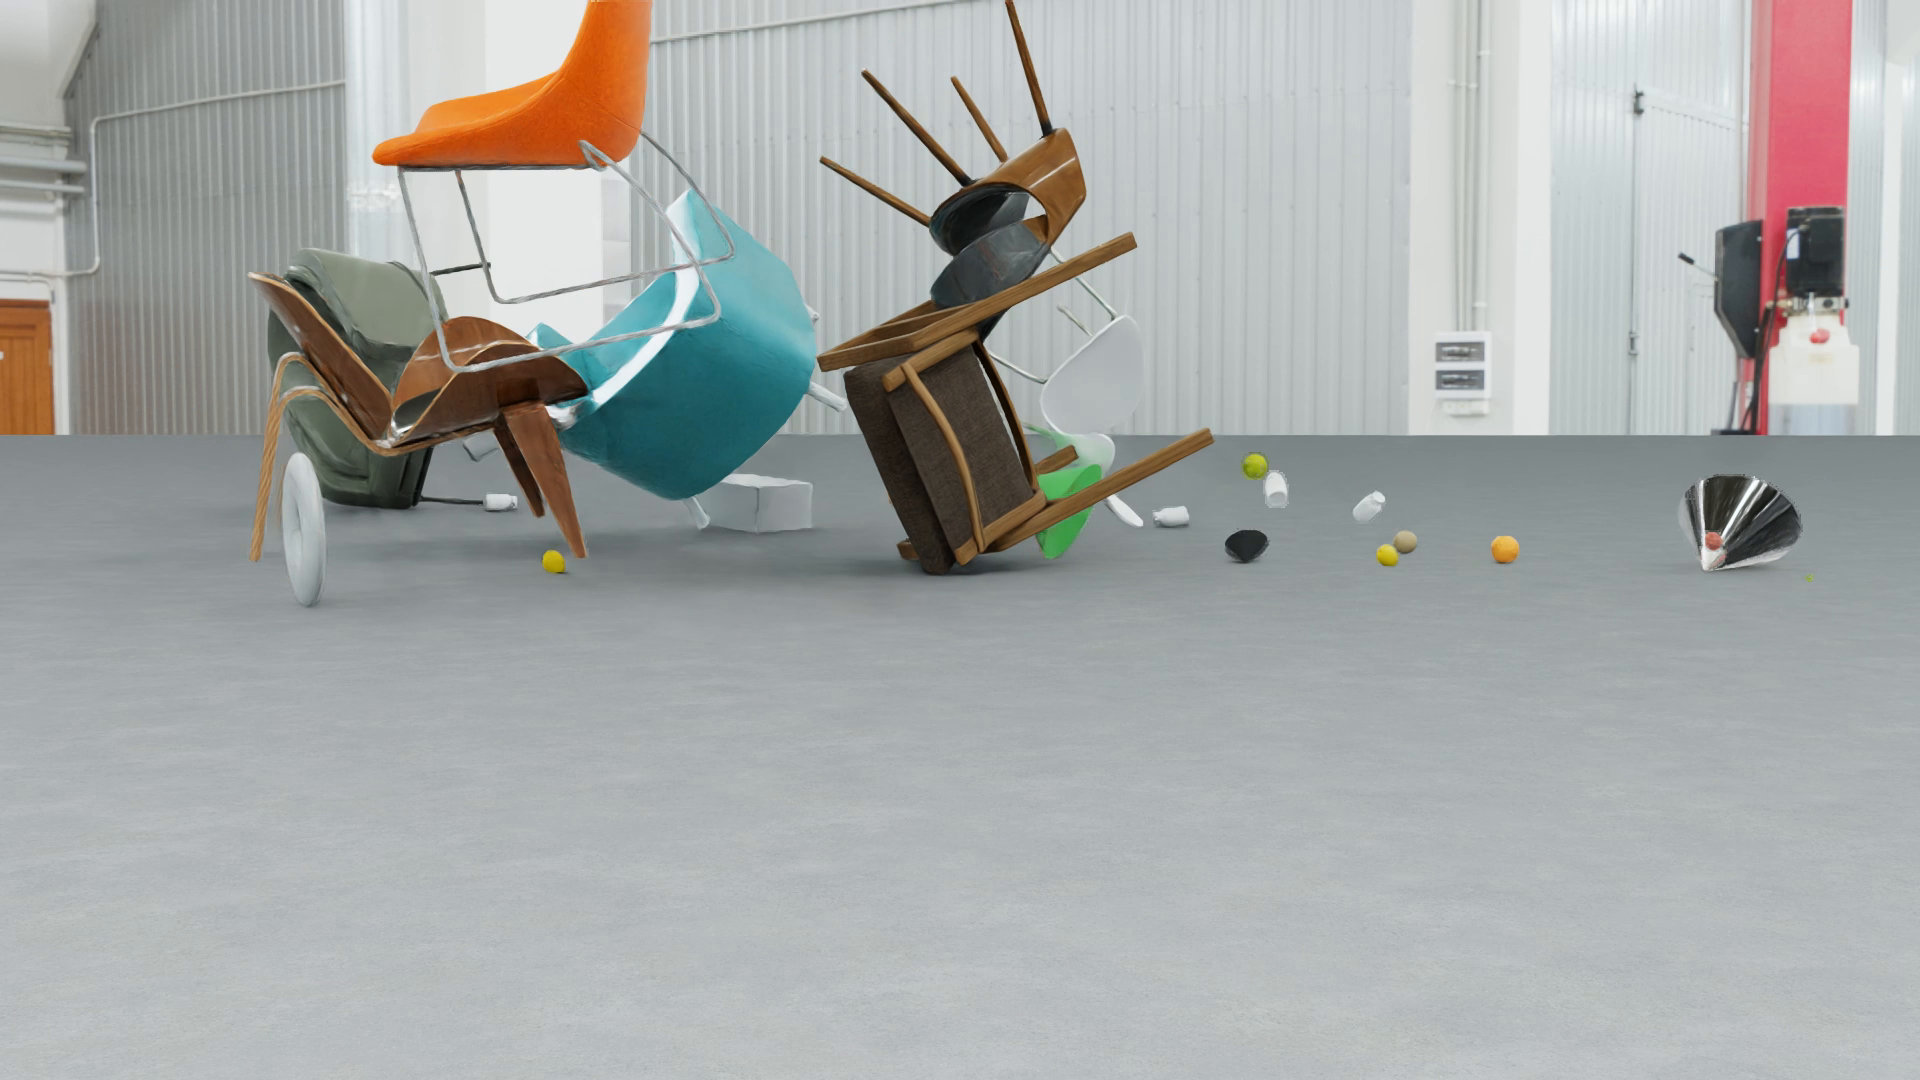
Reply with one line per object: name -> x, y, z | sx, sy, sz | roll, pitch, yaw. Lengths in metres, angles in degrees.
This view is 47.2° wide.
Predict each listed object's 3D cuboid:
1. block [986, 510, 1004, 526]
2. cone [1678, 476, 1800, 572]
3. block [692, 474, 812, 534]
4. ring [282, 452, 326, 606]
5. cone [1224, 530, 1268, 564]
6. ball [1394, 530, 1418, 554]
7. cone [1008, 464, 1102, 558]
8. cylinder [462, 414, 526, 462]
block -> 0.115, -0.072, 7.238 | 0.054, 0.048, 0.080 | 1, 4, 7
cone -> 1.900, 0.015, 5.487 | 0.312, 0.267, 0.234 | -4, 30, 44
block -> -0.666, -0.119, 7.033 | 0.326, 0.144, 0.223 | 9, 11, 44
ring -> -1.360, -0.023, 4.555 | 0.045, 0.322, 0.315 | -4, -27, -27
cone -> 0.742, 0.037, 5.693 | 0.107, 0.067, 0.119 | 36, -53, -26
ball -> 1.214, 0.006, 5.992 | 0.064, 0.064, 0.064 | 0, 4, 0
cone -> 0.212, -0.115, 5.816 | 0.207, 0.291, 0.213 | 26, -20, 24
cylinder -> -1.760, -0.385, 8.308 | 0.219, 0.085, 0.109 | -32, 39, -15
